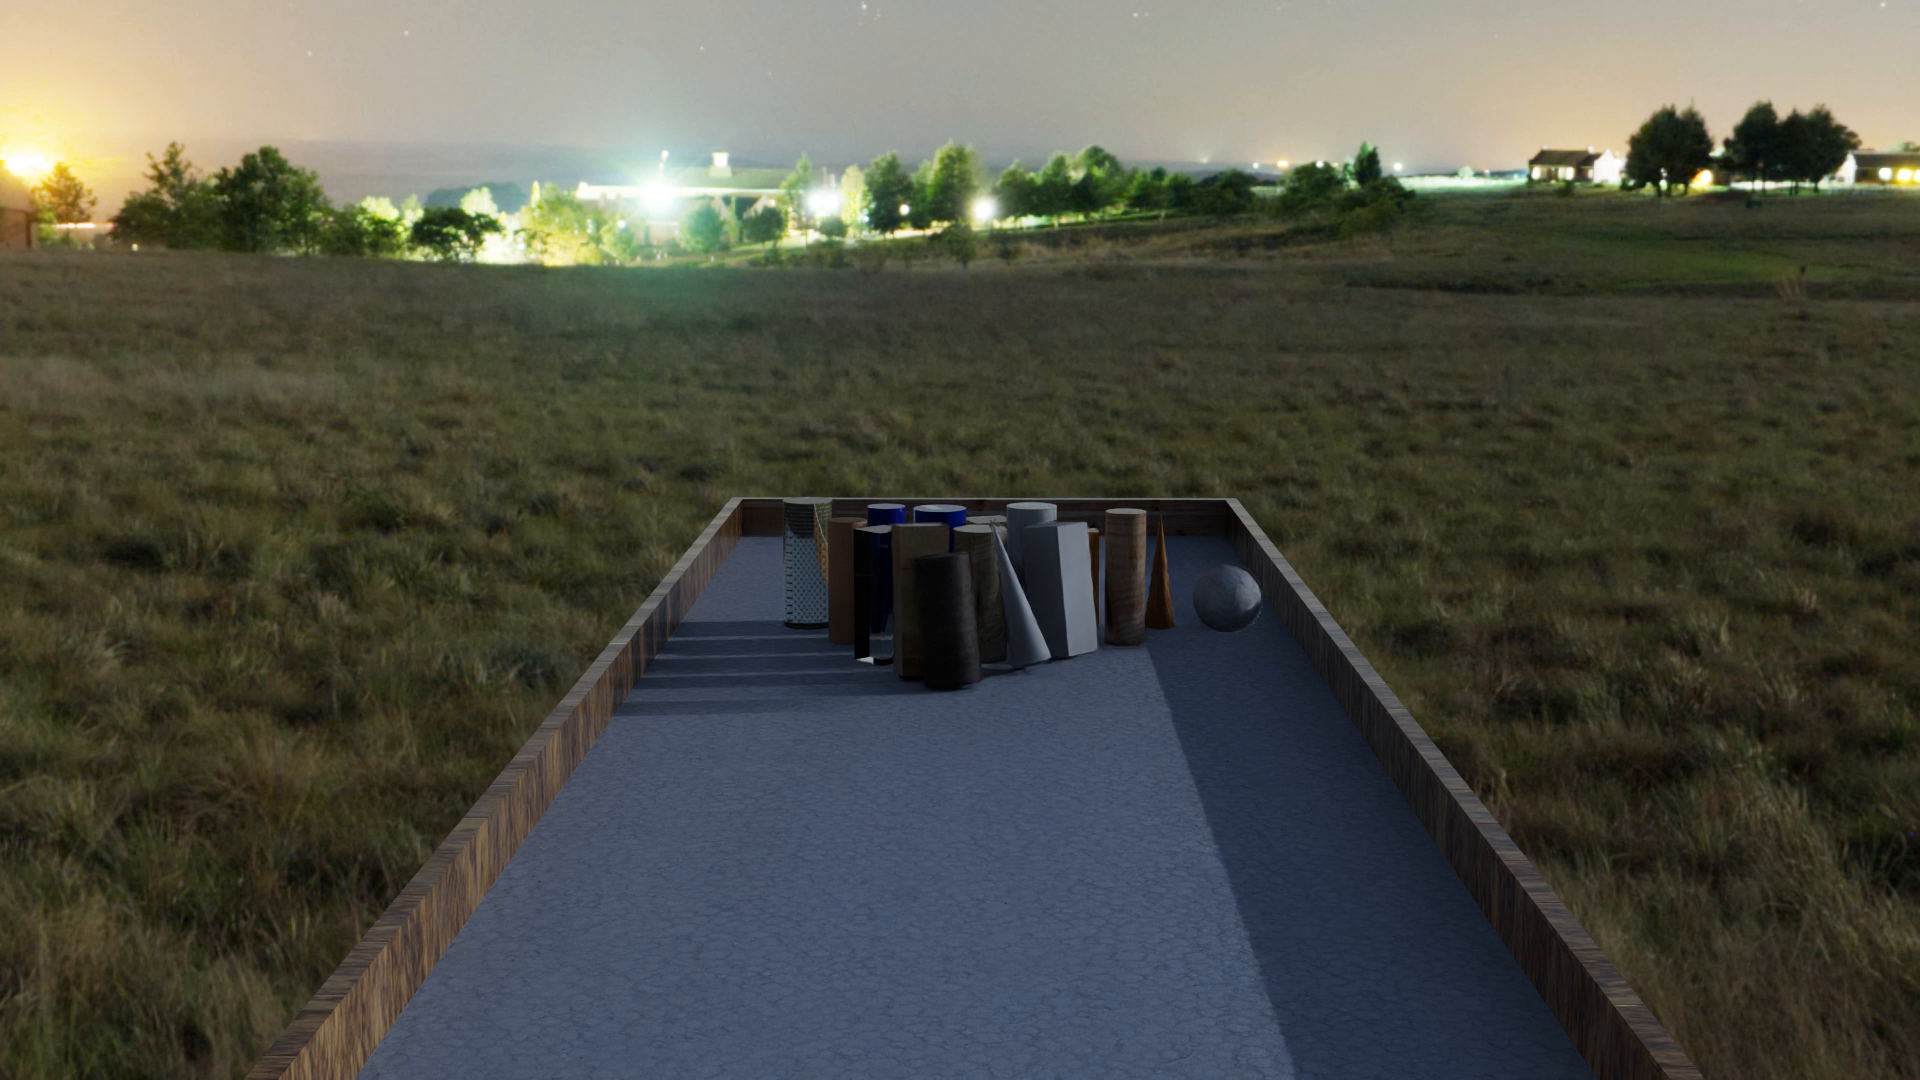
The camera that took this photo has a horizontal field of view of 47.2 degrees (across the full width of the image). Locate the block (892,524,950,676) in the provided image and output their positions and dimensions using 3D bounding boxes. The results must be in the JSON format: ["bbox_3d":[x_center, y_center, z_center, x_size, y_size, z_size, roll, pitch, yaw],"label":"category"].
[{"bbox_3d":[-0.114,0.174,6.469,0.145,0.437,0.145,-1,3,-12],"label":"block"}]

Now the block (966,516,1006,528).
[{"bbox_3d":[0.095,0.107,7.210,0.146,0.352,0.146,-4,10,-22],"label":"block"}]

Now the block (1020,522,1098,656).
[{"bbox_3d":[0.306,0.150,6.746,0.144,0.397,0.144,-2,6,42],"label":"block"}]

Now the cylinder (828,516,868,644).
[{"bbox_3d":[-0.354,0.129,6.955,0.124,0.389,0.124,0,9,0],"label":"cylinder"}]

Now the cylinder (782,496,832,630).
[{"bbox_3d":[-0.498,0.075,7.217,0.163,0.414,0.163,0,9,0],"label":"cylinder"}]

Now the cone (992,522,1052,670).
[{"bbox_3d":[0.154,0.150,6.557,0.122,0.460,0.122,-16,-7,-2],"label":"cone"}]

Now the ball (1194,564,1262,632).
[{"bbox_3d":[0.853,0.187,7.029,0.216,0.216,0.216,0,9,0],"label":"ball"}]

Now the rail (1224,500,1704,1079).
[{"bbox_3d":[1.046,0.843,3.208,0.050,0.150,12.000,0,9,1],"label":"rail"}]

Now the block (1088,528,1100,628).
[{"bbox_3d":[0.393,0.124,7.211,0.116,0.317,0.116,0,9,0],"label":"block"}]

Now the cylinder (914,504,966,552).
[{"bbox_3d":[-0.063,0.111,6.950,0.168,0.426,0.168,0,9,0],"label":"cylinder"}]

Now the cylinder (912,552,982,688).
[{"bbox_3d":[-0.035,0.228,6.325,0.167,0.370,0.167,-6,3,0],"label":"cylinder"}]

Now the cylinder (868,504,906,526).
[{"bbox_3d":[-0.240,0.088,7.178,0.125,0.400,0.125,0,9,0],"label":"cylinder"}]

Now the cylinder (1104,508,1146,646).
[{"bbox_3d":[0.521,0.116,6.937,0.129,0.419,0.129,0,9,0],"label":"cylinder"}]

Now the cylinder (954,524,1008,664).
[{"bbox_3d":[0.062,0.164,6.695,0.162,0.401,0.162,0,9,0],"label":"cylinder"}]

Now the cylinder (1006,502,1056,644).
[{"bbox_3d":[0.226,0.107,6.951,0.159,0.434,0.159,0,9,0],"label":"cylinder"}]

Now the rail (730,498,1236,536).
[{"bbox_3d":[0.099,-0.098,9.147,2.100,0.150,0.050,0,9,1],"label":"rail"}]

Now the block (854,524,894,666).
[{"bbox_3d":[-0.234,0.166,6.671,0.123,0.404,0.123,-8,12,-42],"label":"block"}]

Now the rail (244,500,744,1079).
[{"bbox_3d":[-1.004,0.839,3.234,0.050,0.150,12.000,0,9,1],"label":"rail"}]

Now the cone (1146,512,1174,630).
[{"bbox_3d":[0.654,0.095,7.192,0.101,0.381,0.101,0,9,0],"label":"cone"}]
